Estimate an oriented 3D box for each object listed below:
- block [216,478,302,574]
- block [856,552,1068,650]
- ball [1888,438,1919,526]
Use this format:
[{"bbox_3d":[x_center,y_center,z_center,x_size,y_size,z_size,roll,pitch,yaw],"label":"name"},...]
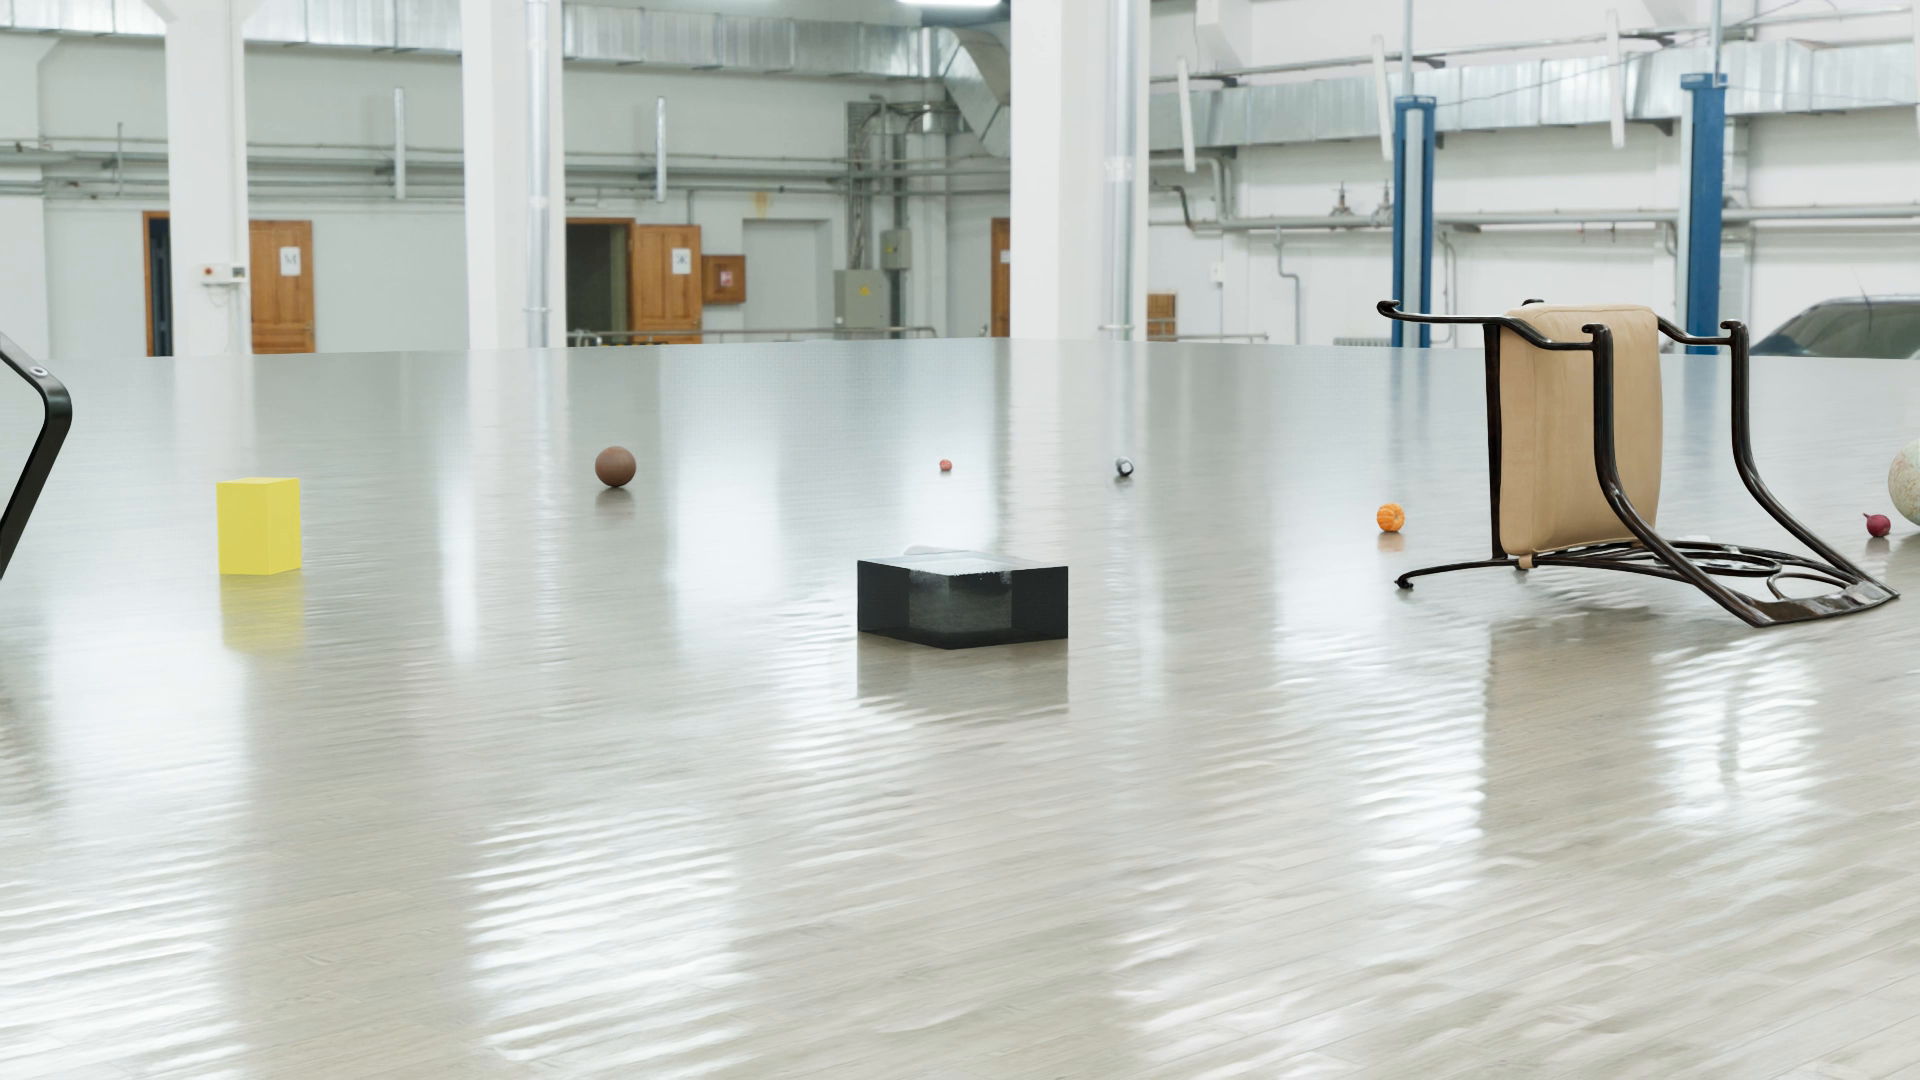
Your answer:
[{"bbox_3d":[-1.568,-0.033,5.742,0.121,0.202,0.157,1,6,12],"label":"block"},{"bbox_3d":[0.003,0.108,4.717,0.264,0.133,0.302,-4,7,-34],"label":"block"},{"bbox_3d":[2.541,-0.151,6.662,0.249,0.249,0.249,0,6,0],"label":"ball"}]
